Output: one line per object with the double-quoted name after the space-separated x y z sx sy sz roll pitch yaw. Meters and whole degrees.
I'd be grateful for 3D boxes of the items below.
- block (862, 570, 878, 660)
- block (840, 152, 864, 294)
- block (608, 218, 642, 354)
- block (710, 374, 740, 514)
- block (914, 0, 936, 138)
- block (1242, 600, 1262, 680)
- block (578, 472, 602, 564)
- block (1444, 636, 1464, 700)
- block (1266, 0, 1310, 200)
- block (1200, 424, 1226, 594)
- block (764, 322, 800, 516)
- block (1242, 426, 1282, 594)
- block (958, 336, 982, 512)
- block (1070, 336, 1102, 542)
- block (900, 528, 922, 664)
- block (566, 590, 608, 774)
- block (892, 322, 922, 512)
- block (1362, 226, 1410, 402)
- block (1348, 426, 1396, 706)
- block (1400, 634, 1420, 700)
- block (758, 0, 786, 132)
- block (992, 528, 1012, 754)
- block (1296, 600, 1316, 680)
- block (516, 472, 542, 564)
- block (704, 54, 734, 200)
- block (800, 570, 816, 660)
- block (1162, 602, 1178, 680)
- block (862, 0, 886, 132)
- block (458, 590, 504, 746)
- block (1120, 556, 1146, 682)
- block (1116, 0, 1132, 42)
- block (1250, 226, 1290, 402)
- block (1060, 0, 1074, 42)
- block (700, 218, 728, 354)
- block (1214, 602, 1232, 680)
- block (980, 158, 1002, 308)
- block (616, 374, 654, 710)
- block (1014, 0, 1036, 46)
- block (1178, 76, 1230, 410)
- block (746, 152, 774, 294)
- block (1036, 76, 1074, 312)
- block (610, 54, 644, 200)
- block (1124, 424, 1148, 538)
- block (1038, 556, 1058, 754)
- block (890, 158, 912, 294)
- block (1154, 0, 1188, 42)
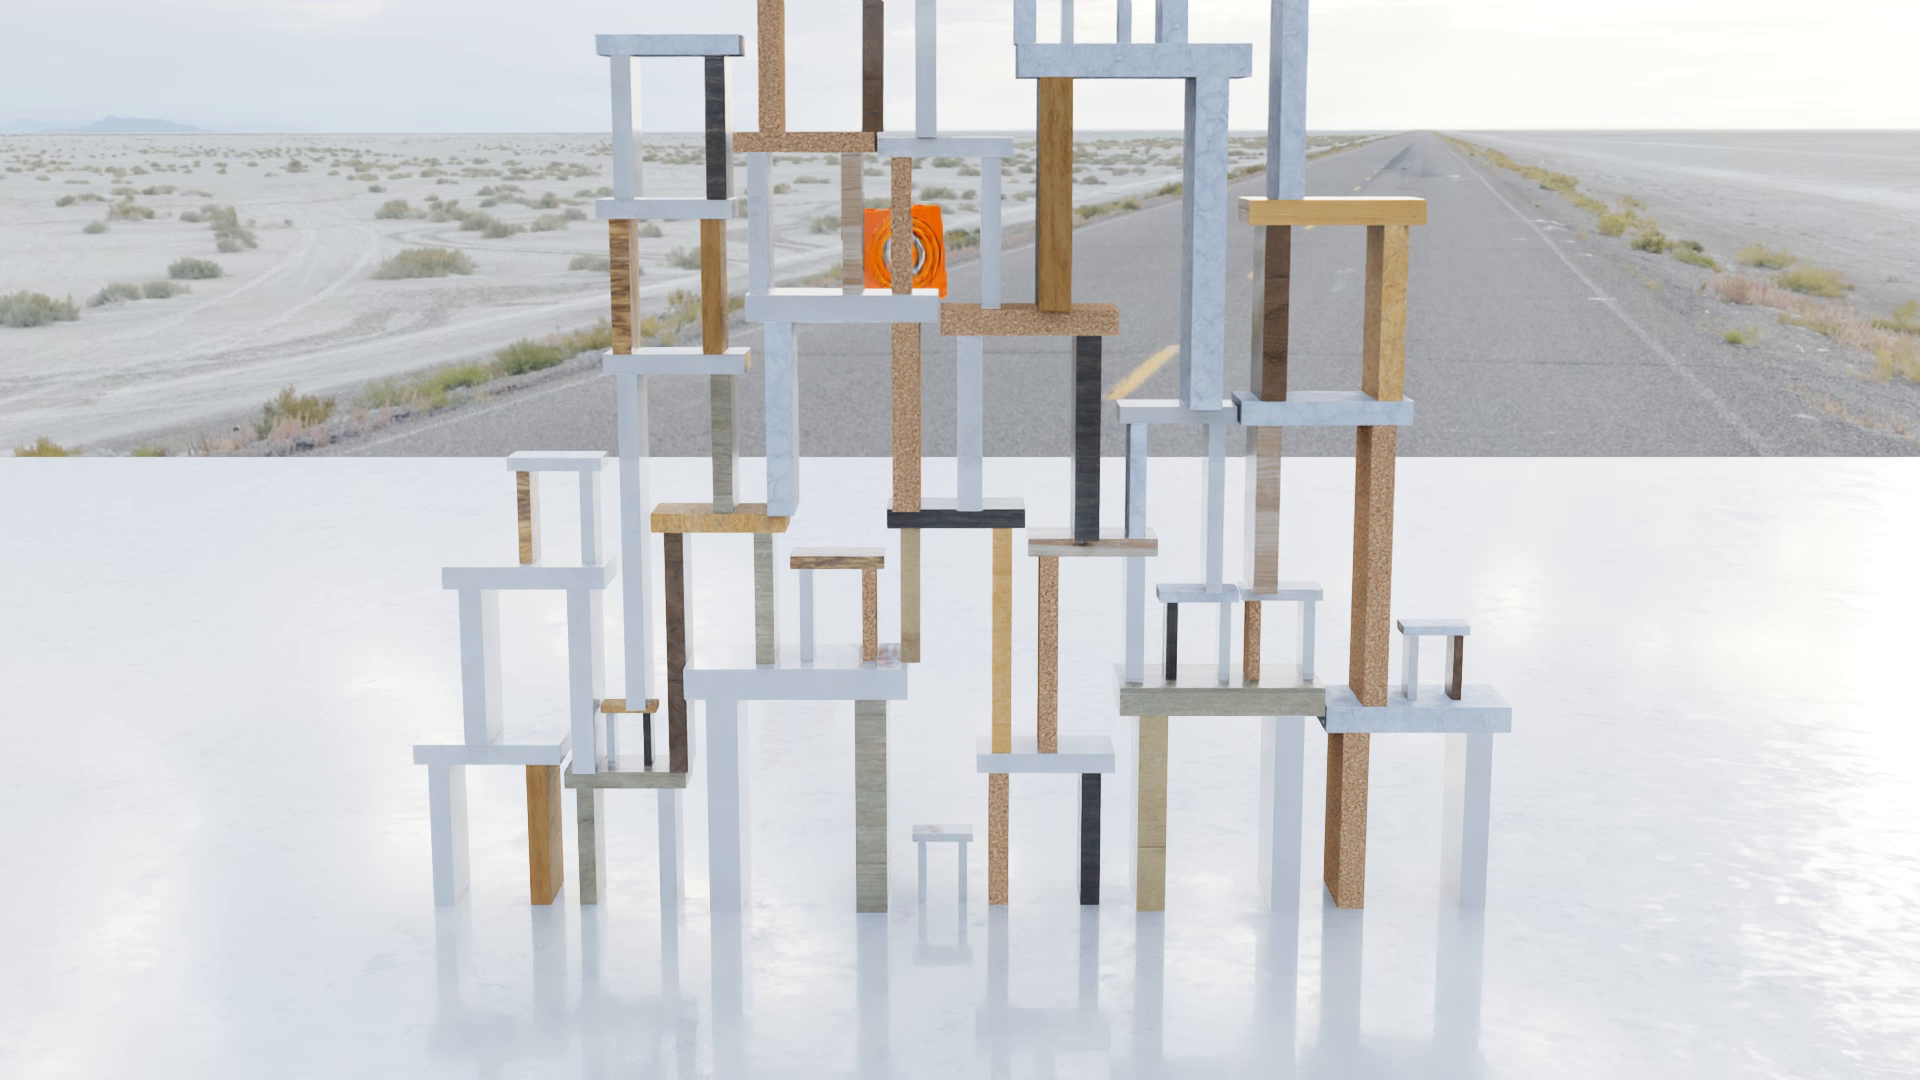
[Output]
-0.147 0.114 3.581 0.021 0.151 0.076 0 11 0 "block"
-0.168 -0.500 3.461 0.031 0.218 0.109 0 11 0 "block"
-0.530 -0.404 3.482 0.030 0.211 0.105 0 11 0 "block"
-0.377 -0.162 3.534 0.031 0.222 0.111 0 11 0 "block"
-0.053 -0.812 3.404 0.033 0.370 0.115 0 11 0 "block"
0.477 0.156 3.588 0.019 0.132 0.066 0 11 0 "block"
-0.596 -0.043 3.552 0.021 0.150 0.075 0 11 0 "block"
0.808 0.203 3.596 0.015 0.108 0.054 0 11 0 "block"
0.510 -0.788 3.412 0.039 0.511 0.138 0 11 0 "block"
0.407 -0.058 3.547 0.026 0.275 0.093 0 11 0 "block"
-0.284 -0.202 3.519 0.042 0.306 0.149 0 11 -1 "block"
0.487 -0.059 3.546 0.038 0.270 0.135 0 11 0 "block"
0.016 -0.195 3.520 0.039 0.278 0.139 0 11 0 "block"
0.201 -0.171 3.525 0.039 0.326 0.139 0 11 0 "block"
-0.080 0.080 3.578 0.031 0.220 0.110 0 11 0 "block"
-0.610 0.217 3.600 0.037 0.305 0.130 0 11 0 "block"
-0.085 -0.205 3.519 0.042 0.299 0.149 0 11 0 "block"
0.674 -0.365 3.490 0.039 0.274 0.137 0 11 -1 "block"
0.667 0.032 3.562 0.038 0.456 0.135 0 11 0 "block"
0.736 0.203 3.596 0.015 0.108 0.054 0 11 0 "block"
-0.293 -0.755 3.420 0.034 0.237 0.118 0 11 -1 "block"
0.068 0.154 3.592 0.031 0.372 0.110 0 11 0 "block"
0.564 0.156 3.588 0.019 0.132 0.066 -1 11 0 "block"
-0.696 -0.043 3.552 0.021 0.150 0.075 0 11 0 "block"
-0.376 -0.644 3.435 0.031 0.219 0.109 0 10 0 "block"
-0.248 0.114 3.581 0.021 0.151 0.076 0 11 0 "block"
0.343 0.158 3.587 0.018 0.129 0.064 0 11 0 "block"
-0.134 -0.755 3.421 0.034 0.237 0.118 0 11 -1 "block"
-0.783 0.195 3.596 0.037 0.259 0.130 0 11 0 "block"
0.282 0.119 3.584 0.029 0.207 0.104 0 11 0 "block"
0.255 -0.835 3.404 0.019 0.134 0.067 0 11 0 "block"
0.492 -0.364 3.489 0.039 0.274 0.137 0 11 0 "block"
0.166 -0.835 3.404 0.019 0.134 0.067 0 11 0 "block"
-0.389 -0.404 3.483 0.030 0.211 0.105 0 11 -1 "block"
0.428 0.158 3.587 0.018 0.129 0.064 0 11 0 "block"
0.048 -0.487 3.472 0.030 0.234 0.105 0 11 0 "block"
-0.524 -0.002 3.563 0.031 0.546 0.111 0 11 0 "block"
0.100 -0.880 3.389 0.033 0.230 0.115 0 11 0 "block"
0.384 -0.469 3.468 0.050 0.509 0.177 0 11 0 "block"
-0.313 -0.500 3.460 0.031 0.218 0.109 0 11 0 "block"
0.147 -0.544 3.454 0.050 0.355 0.177 0 11 0 "block"
-0.520 -0.644 3.435 0.031 0.219 0.109 0 11 0 "block"
0.283 -0.102 3.538 0.026 0.185 0.093 0 11 0 "block"
0.143 0.177 3.595 0.029 0.325 0.103 0 11 0 "block"
-0.092 -0.498 3.471 0.030 0.211 0.105 0 11 0 "block"
0.327 -0.904 3.391 0.039 0.275 0.138 0 11 0 "block"
